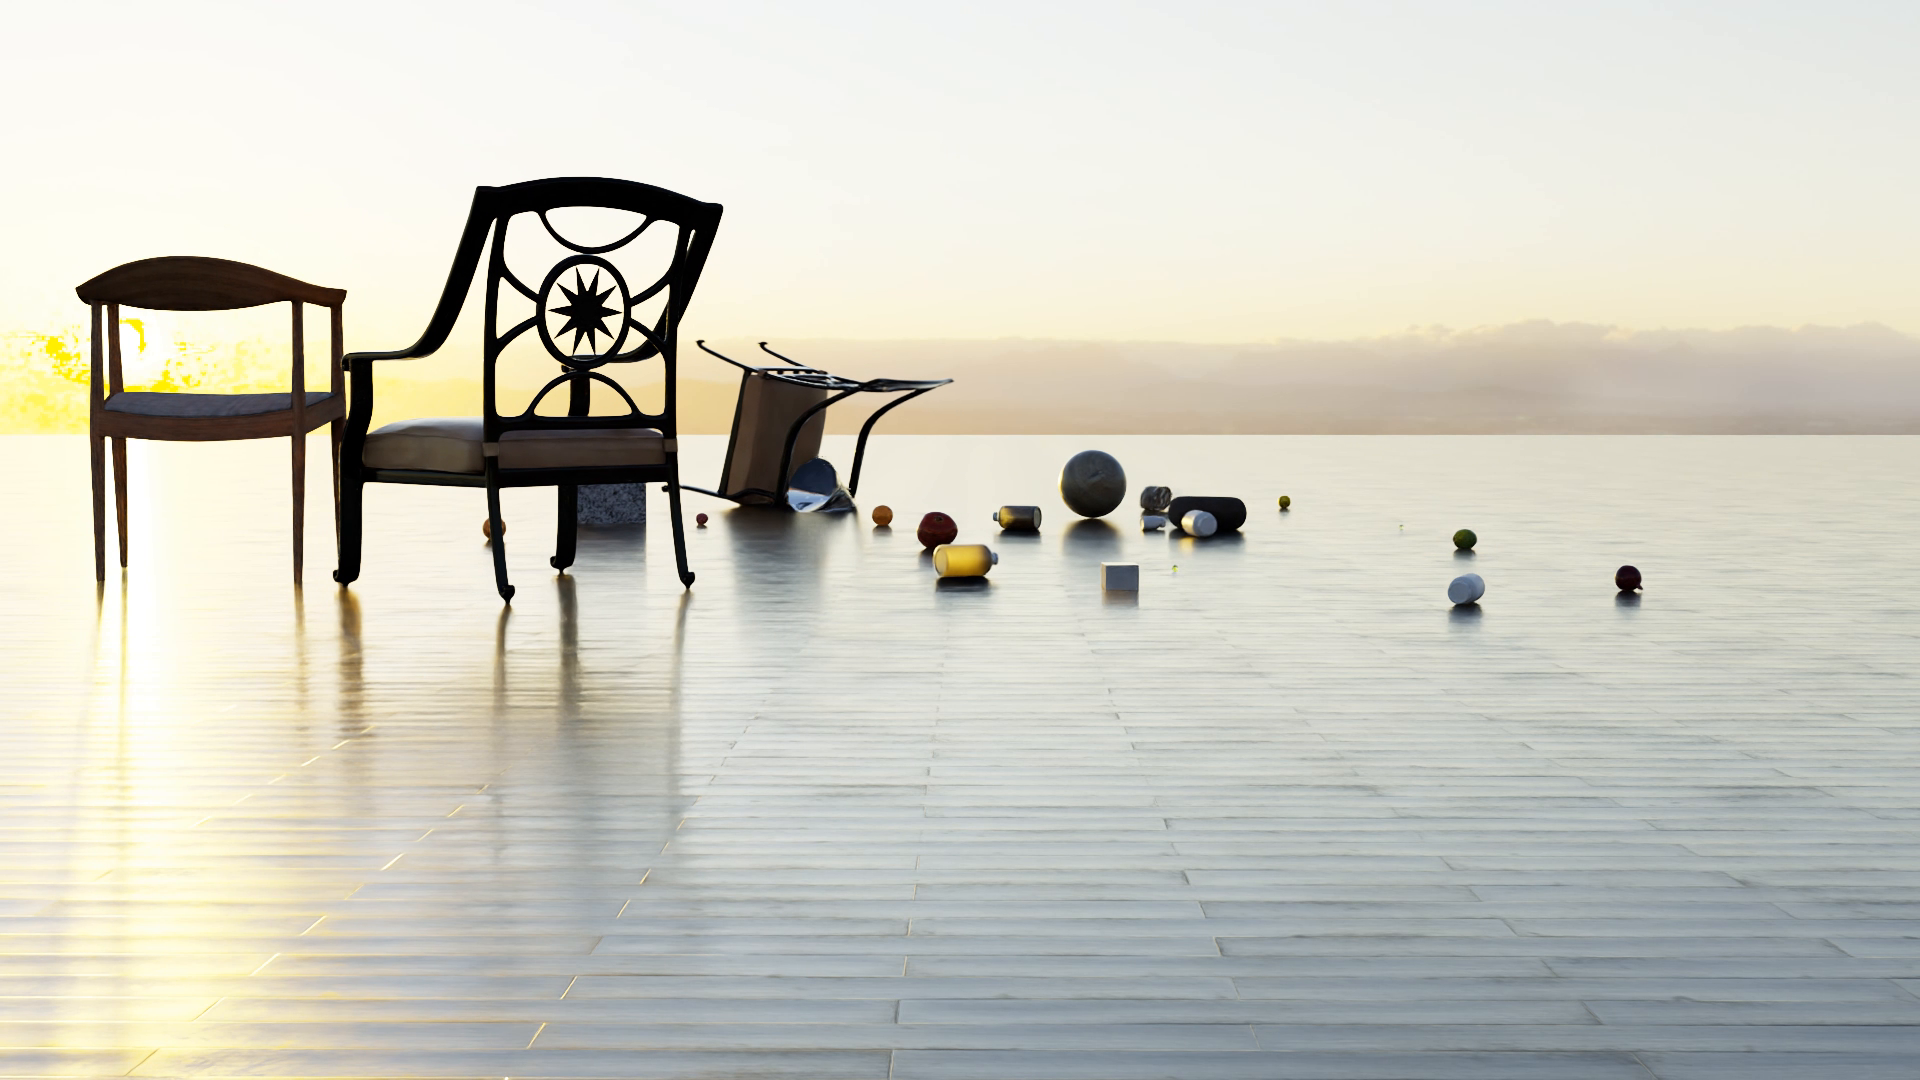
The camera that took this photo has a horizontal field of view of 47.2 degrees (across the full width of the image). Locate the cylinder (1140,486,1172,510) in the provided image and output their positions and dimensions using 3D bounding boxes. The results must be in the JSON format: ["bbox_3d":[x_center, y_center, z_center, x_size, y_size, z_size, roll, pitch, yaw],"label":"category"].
[{"bbox_3d":[0.725,-0.156,8.139,0.078,0.100,0.082,43,-20,-30],"label":"cylinder"}]

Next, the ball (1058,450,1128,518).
[{"bbox_3d":[0.462,-0.196,7.656,0.239,0.239,0.239,0,4,0],"label":"ball"}]

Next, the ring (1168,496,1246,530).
[{"bbox_3d":[0.796,-0.088,7.086,0.217,0.103,0.296,-1,3,-34],"label":"ring"}]

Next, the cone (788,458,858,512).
[{"bbox_3d":[-0.462,-0.159,8.150,0.225,0.203,0.286,-21,-28,28],"label":"cone"}]

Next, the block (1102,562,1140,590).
[{"bbox_3d":[0.360,0.081,4.954,0.075,0.056,0.068,0,4,-5],"label":"block"}]

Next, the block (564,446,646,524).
[{"bbox_3d":[-1.208,-0.189,7.473,0.263,0.250,0.269,-1,4,-12],"label":"block"}]
